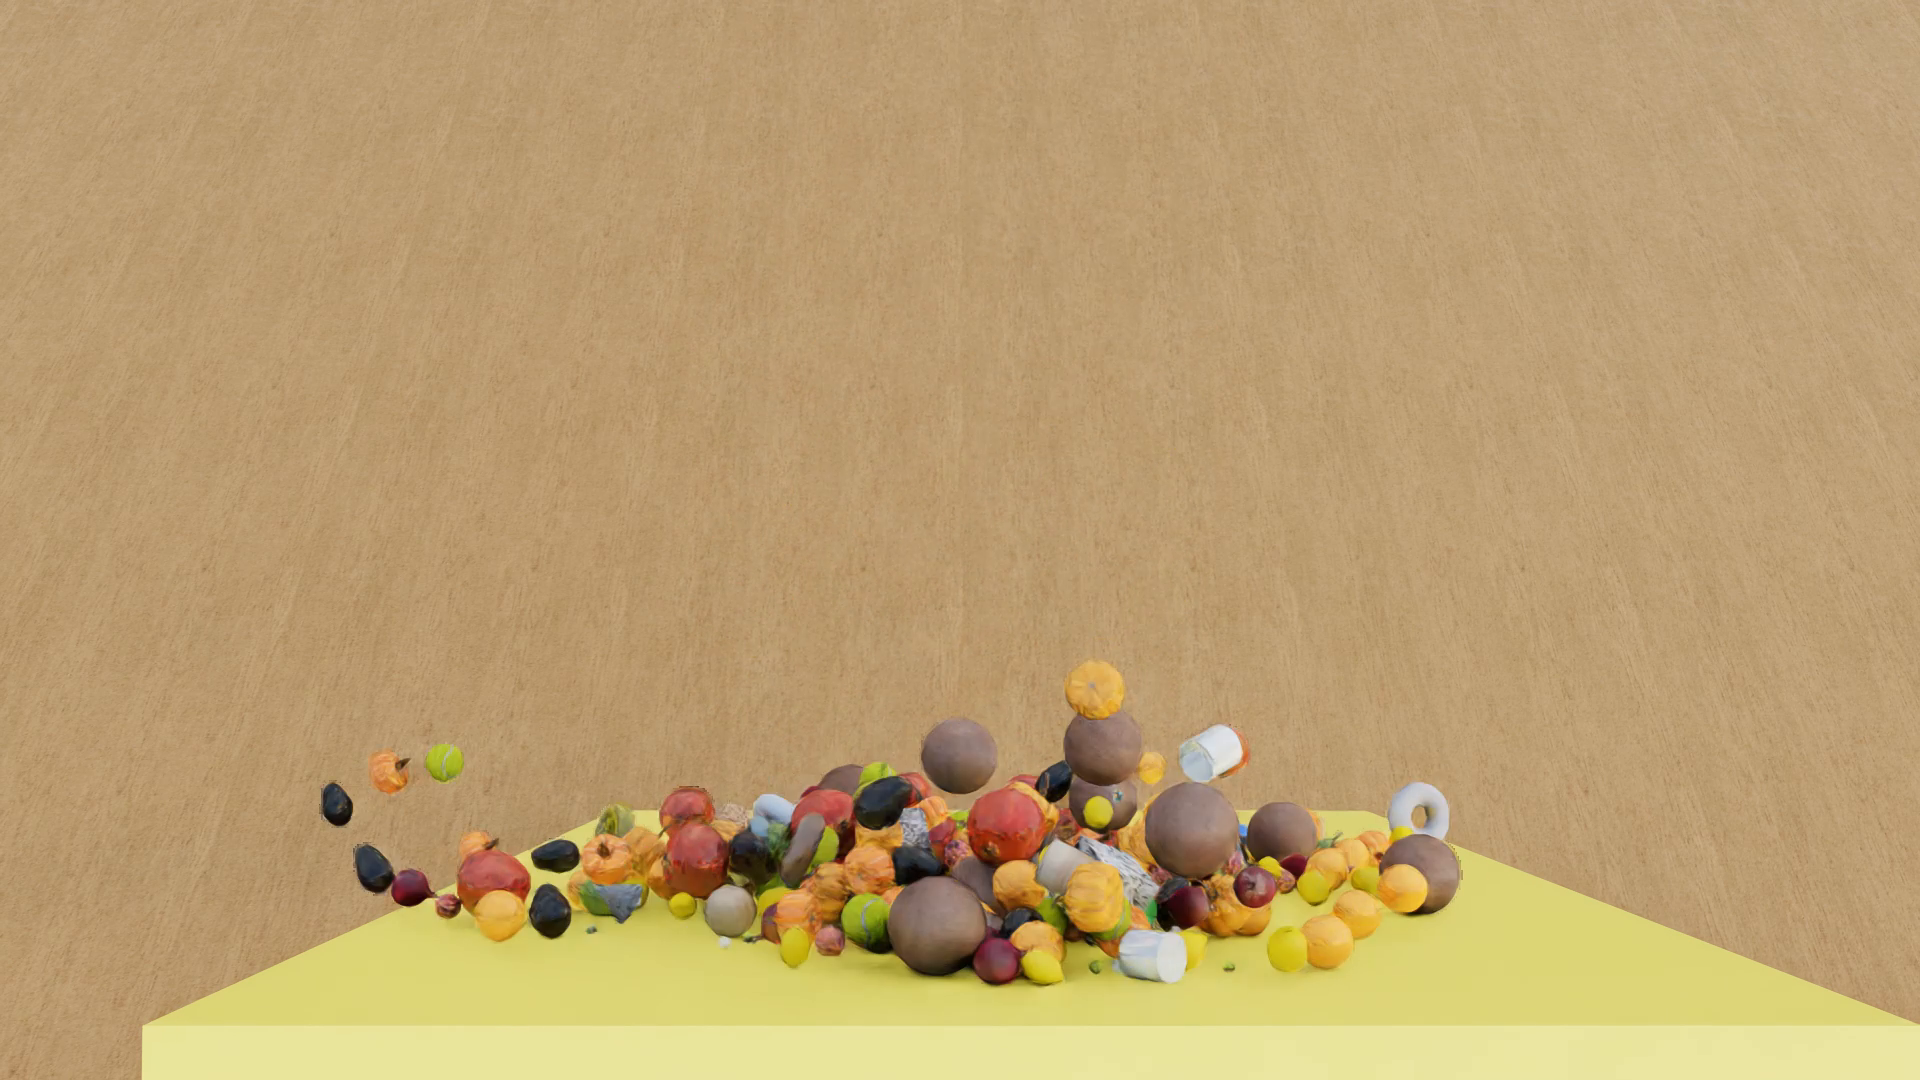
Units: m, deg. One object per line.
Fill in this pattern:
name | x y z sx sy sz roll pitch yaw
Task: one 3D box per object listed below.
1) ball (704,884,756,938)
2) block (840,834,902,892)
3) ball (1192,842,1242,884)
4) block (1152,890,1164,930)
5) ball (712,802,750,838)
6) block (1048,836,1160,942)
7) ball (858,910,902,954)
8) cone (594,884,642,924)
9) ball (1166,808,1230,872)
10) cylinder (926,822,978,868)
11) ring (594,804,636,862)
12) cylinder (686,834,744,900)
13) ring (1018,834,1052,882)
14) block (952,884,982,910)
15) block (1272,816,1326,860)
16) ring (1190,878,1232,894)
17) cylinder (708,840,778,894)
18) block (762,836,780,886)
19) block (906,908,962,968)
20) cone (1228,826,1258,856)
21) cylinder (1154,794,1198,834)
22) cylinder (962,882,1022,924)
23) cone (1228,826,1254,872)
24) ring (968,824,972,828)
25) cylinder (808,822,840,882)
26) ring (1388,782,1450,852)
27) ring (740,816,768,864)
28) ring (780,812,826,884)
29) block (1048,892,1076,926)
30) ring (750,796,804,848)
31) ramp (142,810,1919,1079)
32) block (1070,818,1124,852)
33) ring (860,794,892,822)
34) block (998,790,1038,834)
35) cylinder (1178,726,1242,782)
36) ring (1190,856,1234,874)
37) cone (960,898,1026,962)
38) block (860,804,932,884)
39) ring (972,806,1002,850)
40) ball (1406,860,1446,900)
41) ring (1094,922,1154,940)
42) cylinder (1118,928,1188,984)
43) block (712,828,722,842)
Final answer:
ball | -0.338 0.547 3.828 0.078 0.078 0.078 0 37 0
block | -0.157 0.572 4.604 0.095 0.095 0.095 0 -3 -11
ball | 0.456 0.575 4.610 0.090 0.090 0.090 0 37 0
block | 0.265 0.559 3.946 0.059 0.059 0.059 7 -6 -34
ball | -0.400 0.494 4.550 0.067 0.067 0.067 0 37 0
block | 0.205 0.499 3.723 0.096 0.096 0.096 25 13 -30
ball | -0.112 0.547 3.628 0.060 0.060 0.060 0 37 0
cone | -0.534 0.544 3.990 0.068 0.068 0.068 31 34 -16
ball | 0.378 0.477 4.136 0.099 0.099 0.099 0 37 0
cylinder | -0.022 0.596 5.090 0.088 0.088 0.088 17 4 22
ring | -0.682 0.579 5.138 0.039 0.117 0.117 23 24 -34
cylinder | -0.403 0.557 4.424 0.089 0.089 0.089 31 33 34
ring | 0.124 0.489 3.982 0.087 0.029 0.087 28 45 -32
block | 0.028 0.565 4.013 0.058 0.058 0.058 -2 -3 39
block | 0.692 0.610 5.324 0.082 0.082 0.082 1 -3 -16
ring | 0.437 0.601 4.519 0.075 0.075 0.025 -5 81 -6
cylinder | -0.357 0.544 4.292 0.083 0.083 0.083 -38 46 -8
block | -0.378 0.584 4.743 0.082 0.082 0.082 -1 -3 14
block | -0.034 0.532 3.479 0.071 0.071 0.071 2 -5 2
cone | 0.572 0.632 5.295 0.077 0.077 0.077 0 21 1
cylinder | 0.469 0.594 5.446 0.089 0.089 0.089 -28 70 -32
cylinder | 0.048 0.552 3.893 0.073 0.073 0.073 11 0 14
cone | 0.526 0.595 5.033 0.087 0.087 0.087 0 -3 0
ring | 0.006 0.663 5.922 0.088 0.029 0.088 1 -3 0
cylinder | -0.248 0.570 4.752 0.079 0.079 0.079 -3 54 5
ring | 0.961 0.580 5.446 0.146 0.146 0.049 -21 4 -25
ring | -0.325 0.472 4.107 0.027 0.080 0.080 19 36 -11
ring | -0.232 0.453 3.833 0.038 0.113 0.113 25 39 -2
block | 0.179 0.529 3.832 0.065 0.065 0.065 -10 -3 -37
ring | -0.291 0.468 4.276 0.122 0.122 0.041 23 62 28
ramp | 0.081 0.683 4.920 2.000 0.100 4.000 0 -3 0
block | 0.278 0.610 5.303 0.080 0.080 0.080 1 -3 -27
ring | -0.149 0.552 5.133 0.038 0.115 0.115 -42 36 16
block | 0.111 0.526 5.023 0.051 0.051 0.051 -32 10 20
cylinder | 0.332 0.284 3.450 0.060 0.060 0.060 -16 38 -42
ring | 0.481 0.621 4.965 0.083 0.028 0.083 4 -2 0
cone | 0.049 0.530 3.515 0.087 0.087 0.087 2 37 7
block | -0.102 0.477 4.073 0.082 0.082 0.082 8 39 -19
ring | 0.058 0.613 5.535 0.033 0.098 0.098 5 35 29
ball | 0.792 0.578 4.423 0.066 0.066 0.066 0 37 0
ring | 0.239 0.570 3.826 0.091 0.030 0.091 1 0 0
cylinder | 0.246 0.531 3.319 0.063 0.063 0.063 -1 28 44
block | -0.484 0.625 5.423 0.060 0.060 0.060 0 -3 3
